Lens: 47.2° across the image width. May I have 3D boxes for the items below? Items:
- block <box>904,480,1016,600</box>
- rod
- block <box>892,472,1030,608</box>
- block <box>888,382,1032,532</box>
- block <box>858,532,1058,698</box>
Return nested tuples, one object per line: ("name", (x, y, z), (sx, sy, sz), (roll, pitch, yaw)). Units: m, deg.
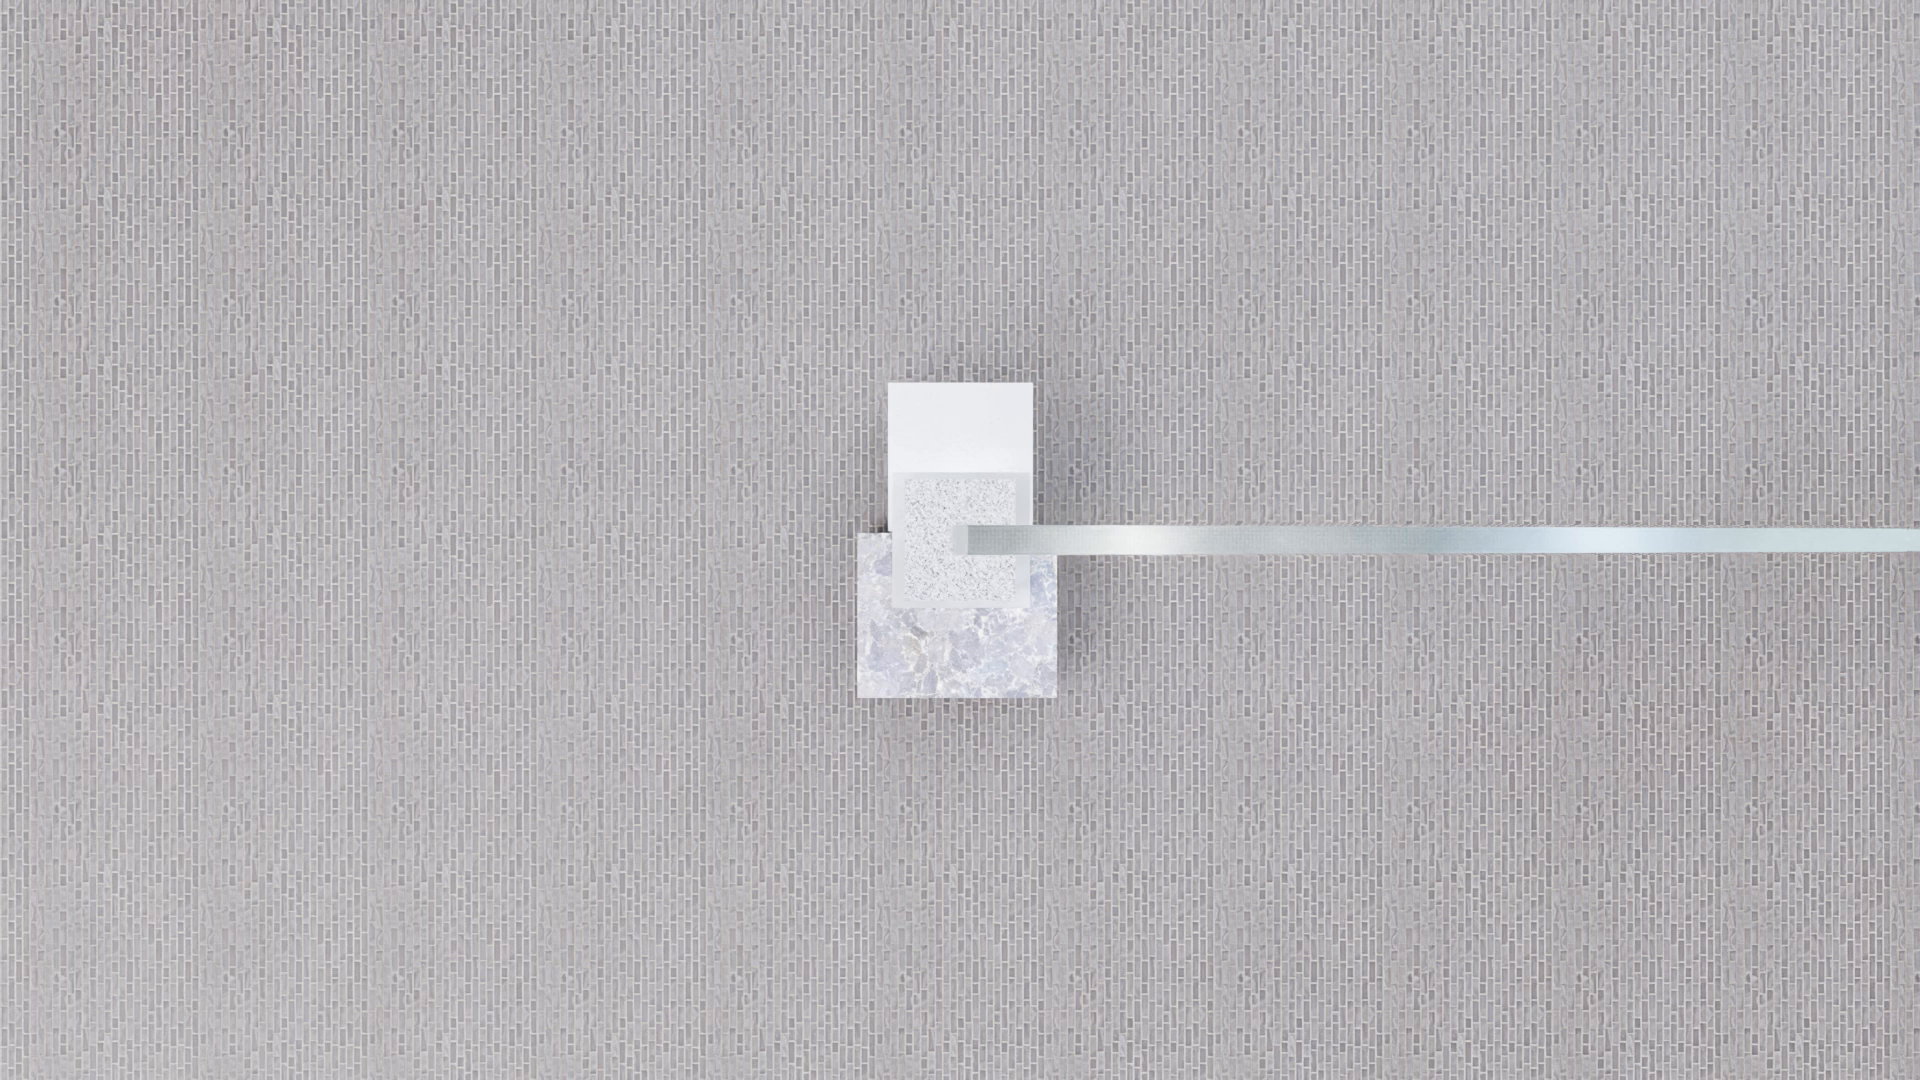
("block", (0.001, 0.000, 11.226), (0.553, 0.490, 0.605), (0, 90, 0))
("rod", (2.234, 0.000, 7.119), (5.200, 0.080, 0.080), (0, 90, -31))
("block", (0.006, 0.000, 11.787), (0.719, 0.632, 0.707), (0, 90, 0))
("block", (0.003, -0.459, 12.570), (0.799, 0.860, 0.820), (0, 90, 0))
("block", (-0.015, 0.415, 12.551), (1.098, 0.897, 0.907), (0, 90, 0))
